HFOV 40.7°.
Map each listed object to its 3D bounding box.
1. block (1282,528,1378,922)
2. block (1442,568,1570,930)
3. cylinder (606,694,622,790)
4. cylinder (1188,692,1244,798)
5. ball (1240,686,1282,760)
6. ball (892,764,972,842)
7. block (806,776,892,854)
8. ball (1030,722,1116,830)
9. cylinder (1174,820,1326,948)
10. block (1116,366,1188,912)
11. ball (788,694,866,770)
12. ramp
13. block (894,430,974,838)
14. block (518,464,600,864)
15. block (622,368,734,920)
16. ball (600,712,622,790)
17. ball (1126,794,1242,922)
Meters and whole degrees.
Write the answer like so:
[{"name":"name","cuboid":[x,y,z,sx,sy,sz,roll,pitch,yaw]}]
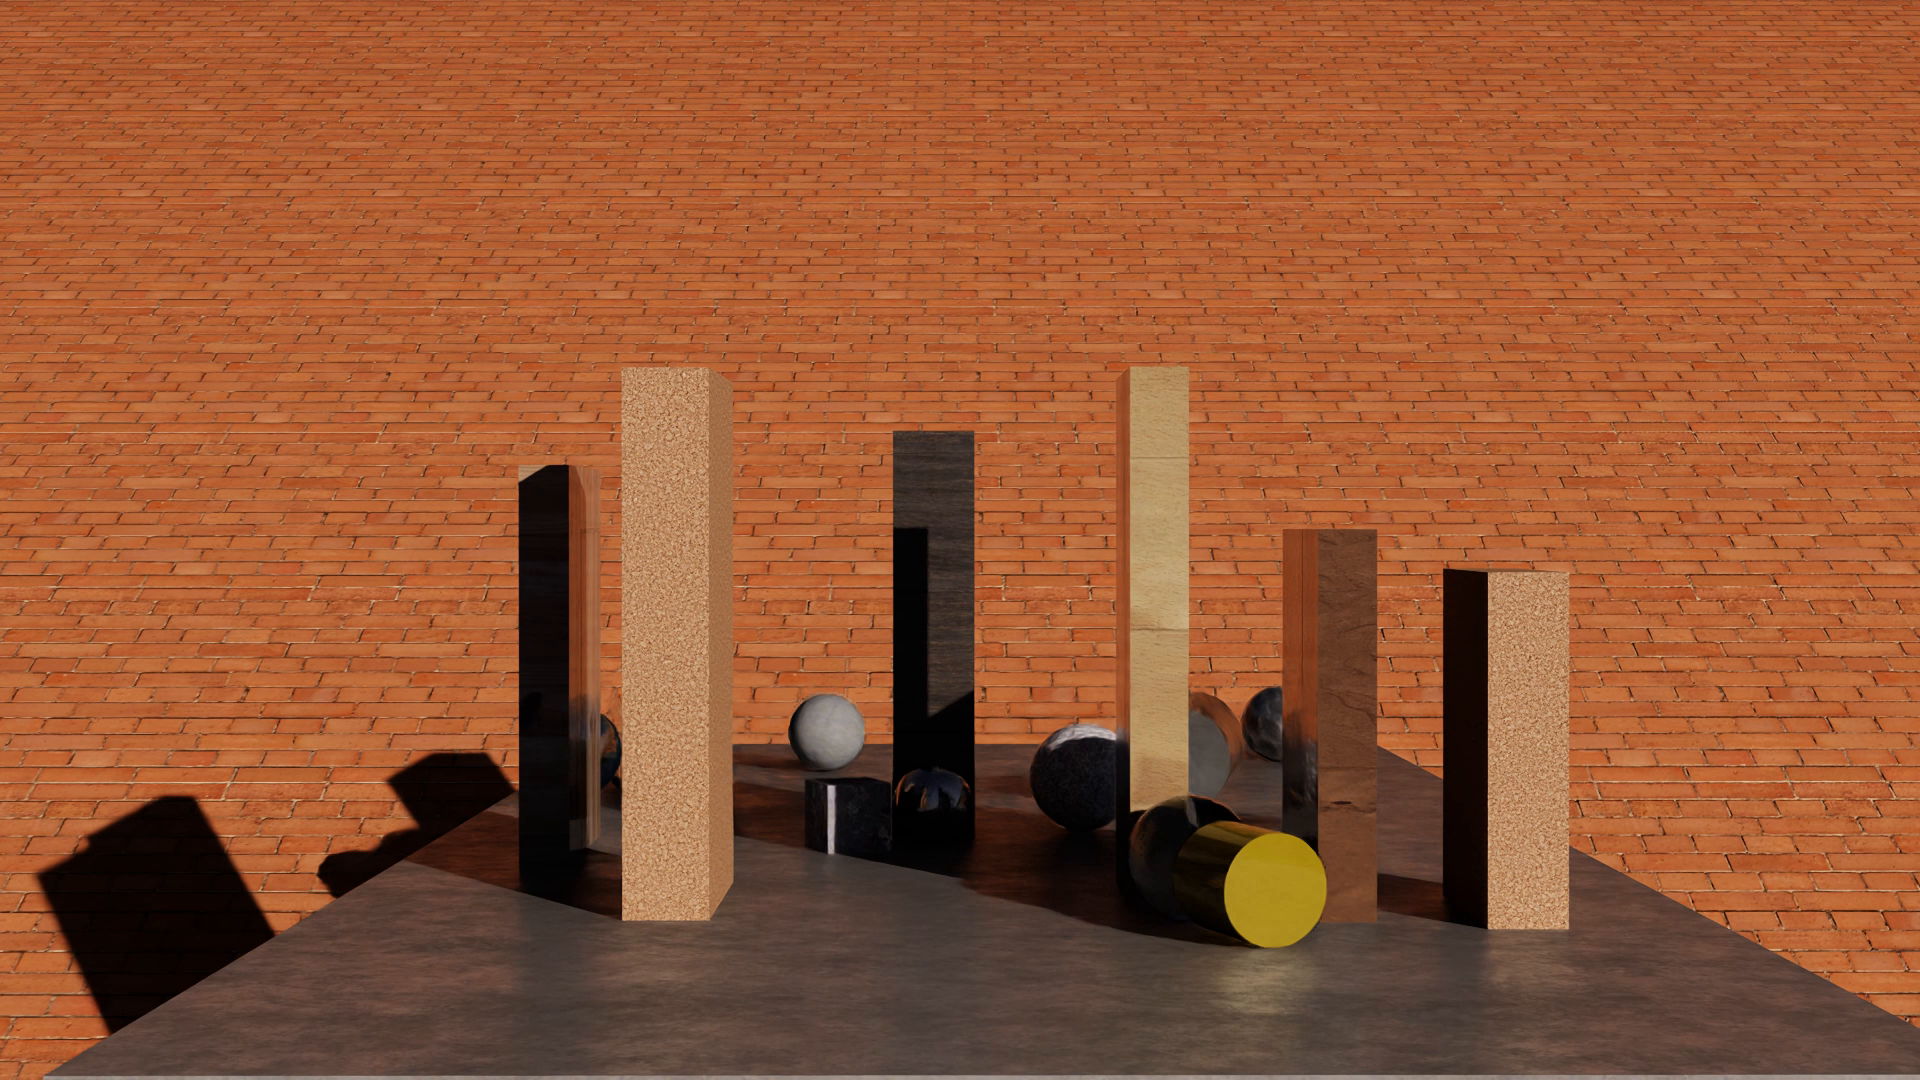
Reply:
[{"name":"block","cuboid":[0.546,0.261,3.841,0.084,0.554,0.397,0,0,0]},{"name":"block","cuboid":[0.787,0.291,3.746,0.113,0.495,0.331,0,0,0]},{"name":"cylinder","cuboid":[-0.630,0.428,5.518,0.202,0.202,0.202,0,25,-31]},{"name":"cylinder","cuboid":[0.447,0.418,5.138,0.207,0.207,0.207,7,7,13]},{"name":"ball","cuboid":[0.757,0.437,6.149,0.176,0.176,0.176,0,29,0]},{"name":"ball","cuboid":[-0.049,0.464,4.567,0.140,0.140,0.140,0,29,0]},{"name":"block","cuboid":[-0.195,0.477,4.490,0.116,0.116,0.116,0,0,-23]},{"name":"ball","cuboid":[0.227,0.434,4.746,0.197,0.197,0.197,0,29,0]},{"name":"cylinder","cuboid":[0.391,0.464,3.494,0.153,0.153,0.153,-12,4,-20]},{"name":"block","cuboid":[0.288,0.143,3.899,0.085,0.789,0.328,0,0,0]},{"name":"ball","cuboid":[-0.304,0.439,5.903,0.175,0.175,0.175,0,29,0]},{"name":"ramp","cuboid":[0.065,0.584,4.632,2.000,0.100,4.000,0,0,0]},{"name":"block","cuboid":[-0.047,0.168,4.766,0.146,0.730,0.262,0,0,0]},{"name":"block","cuboid":[-0.690,0.205,4.476,0.084,0.660,0.377,0,0,0]},{"name":"block","cuboid":[-0.417,0.146,3.860,0.123,0.784,0.396,0,0,0]},{"name":"ball","cuboid":[-0.791,0.435,5.311,0.191,0.191,0.191,0,29,0]},{"name":"ball","cuboid":[0.324,0.449,3.647,0.180,0.180,0.180,0,29,0]}]
